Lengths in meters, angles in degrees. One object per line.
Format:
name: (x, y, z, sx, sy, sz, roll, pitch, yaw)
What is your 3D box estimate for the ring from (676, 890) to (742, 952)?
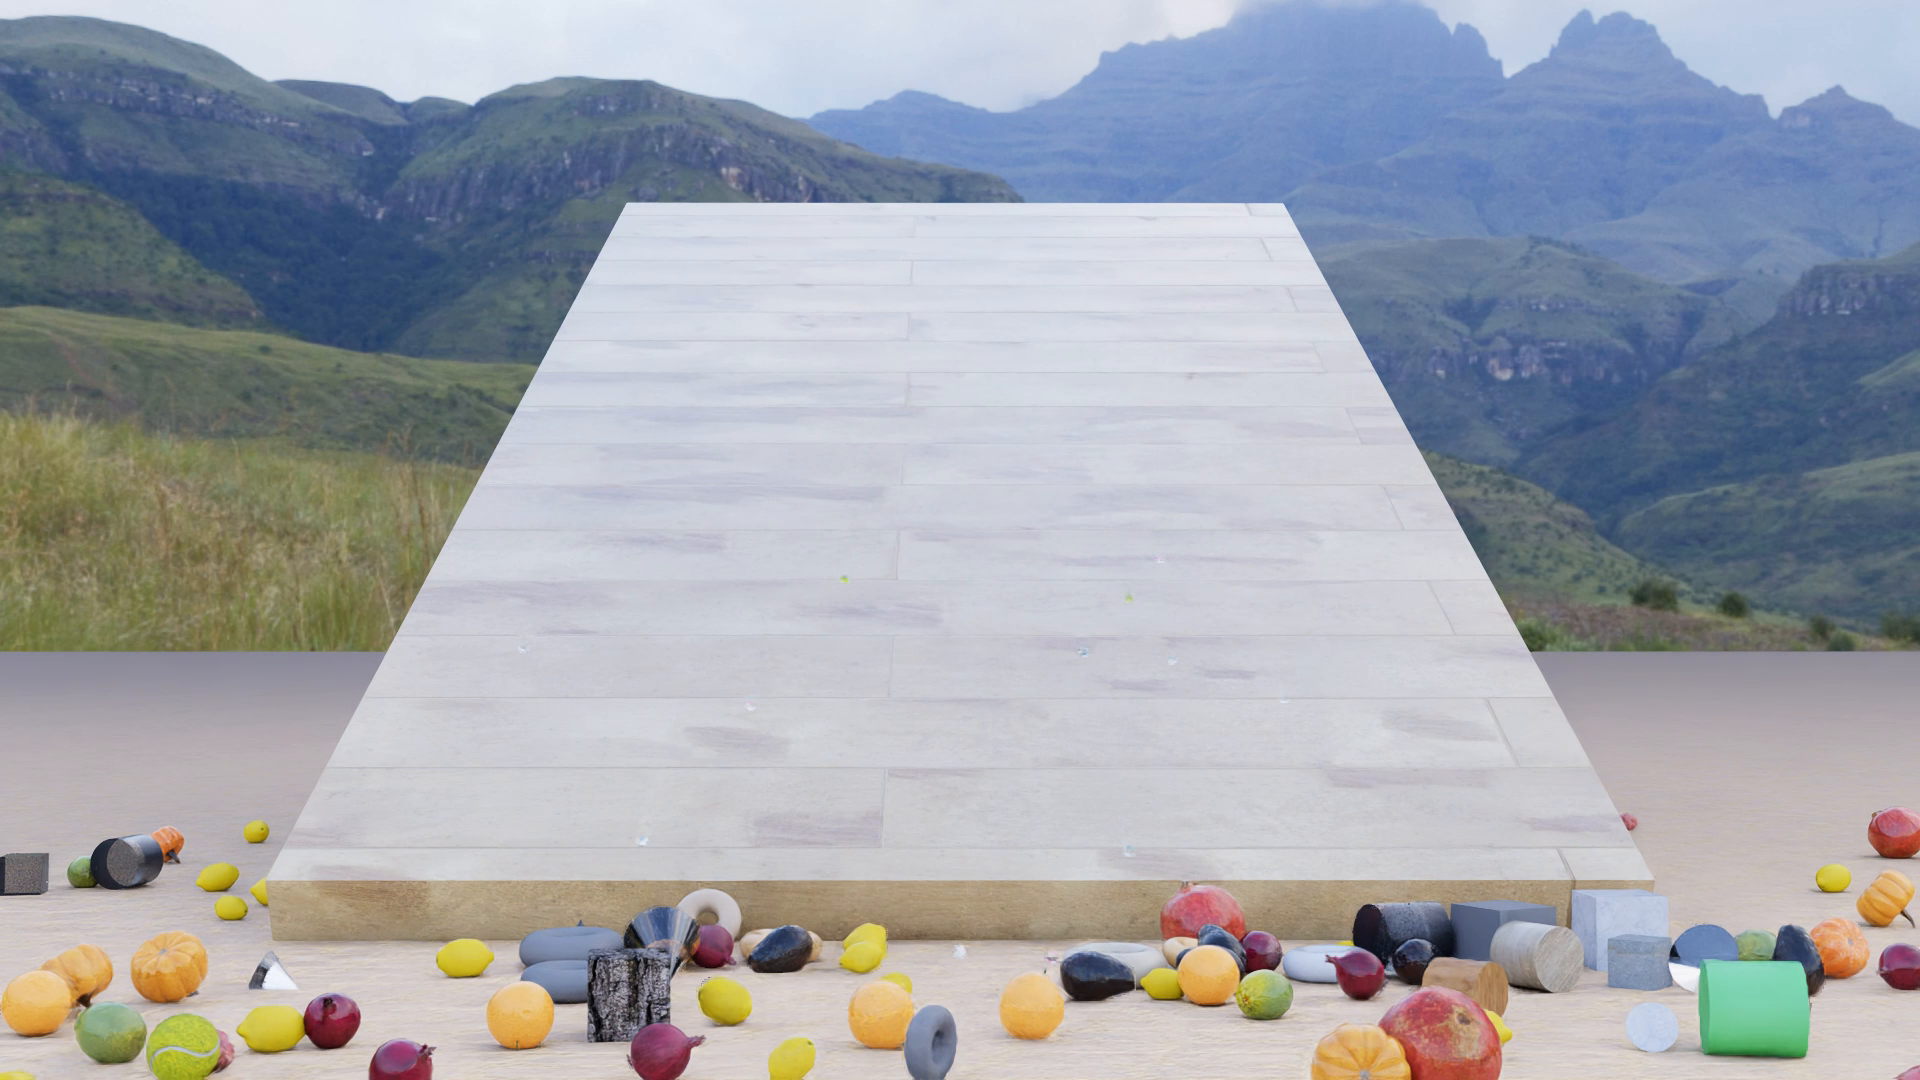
ring: (-0.356, 0.535, 3.231, 0.098, 0.098, 0.033, 0, -39, 3)

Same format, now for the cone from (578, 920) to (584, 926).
cone: (-0.521, 0.547, 3.157, 0.054, 0.054, 0.054, 0, -3, 0)

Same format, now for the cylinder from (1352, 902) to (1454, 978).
cylinder: (0.576, 0.519, 2.995, 0.094, 0.094, 0.094, 1, -3, -20)

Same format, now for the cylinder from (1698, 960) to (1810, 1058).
cylinder: (0.831, 0.491, 2.412, 0.098, 0.098, 0.098, -1, -3, 11)

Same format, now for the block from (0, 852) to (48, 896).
block: (-1.618, 0.578, 3.978, 0.066, 0.066, 0.066, 0, -3, -10)

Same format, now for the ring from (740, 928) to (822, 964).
ring: (-0.244, 0.554, 3.136, 0.114, 0.038, 0.114, 1, -2, 0)

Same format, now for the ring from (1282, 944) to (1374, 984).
ring: (0.474, 0.545, 2.961, 0.116, 0.039, 0.116, -1, -3, 0)

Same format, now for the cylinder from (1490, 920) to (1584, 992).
cylinder: (0.721, 0.520, 2.876, 0.081, 0.081, 0.081, 1, -3, -29)

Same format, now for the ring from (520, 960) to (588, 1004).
ring: (-0.475, 0.538, 2.801, 0.120, 0.040, 0.120, 1, -2, 0)

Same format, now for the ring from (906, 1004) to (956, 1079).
ring: (-0.028, 0.493, 2.250, 0.026, 0.078, 0.078, 1, -2, 29)

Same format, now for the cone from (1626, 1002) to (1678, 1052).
cone: (0.740, 0.529, 2.461, 0.054, 0.054, 0.054, -1, -29, 15)

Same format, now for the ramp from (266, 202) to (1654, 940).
ramp: (-0.007, -0.222, 5.180, 2.000, 0.100, 4.000, 0, 22, 0)

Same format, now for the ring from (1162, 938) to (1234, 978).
ring: (0.309, 0.542, 2.983, 0.095, 0.032, 0.095, 14, 6, -1)

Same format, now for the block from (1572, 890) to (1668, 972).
block: (0.883, 0.522, 3.081, 0.096, 0.096, 0.096, 0, -3, -4)

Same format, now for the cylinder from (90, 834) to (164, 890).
cylinder: (-1.477, 0.571, 4.080, 0.090, 0.090, 0.090, 0, -3, 9)

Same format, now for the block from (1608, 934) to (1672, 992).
block: (0.856, 0.531, 2.896, 0.060, 0.060, 0.060, -2, -3, 37)

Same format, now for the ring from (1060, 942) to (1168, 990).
ring: (0.195, 0.540, 2.918, 0.136, 0.045, 0.136, 0, -1, 0)

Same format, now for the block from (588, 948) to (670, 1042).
block: (-0.365, 0.500, 2.535, 0.089, 0.089, 0.089, 0, -3, -9)

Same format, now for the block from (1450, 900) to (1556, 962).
block: (0.701, 0.518, 2.966, 0.094, 0.094, 0.094, 1, -3, -29)

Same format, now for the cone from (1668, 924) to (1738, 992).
cone: (0.951, 0.541, 2.890, 0.089, 0.089, 0.089, -2, -30, 42)

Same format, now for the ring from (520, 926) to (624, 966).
ring: (-0.518, 0.546, 3.072, 0.141, 0.047, 0.141, -1, -2, 0)

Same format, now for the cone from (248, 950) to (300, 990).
cone: (-0.848, 0.548, 2.869, 0.055, 0.055, 0.055, 27, -3, 0)

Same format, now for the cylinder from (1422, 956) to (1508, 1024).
cylinder: (0.577, 0.514, 2.627, 0.070, 0.070, 0.070, 2, -4, -44)
